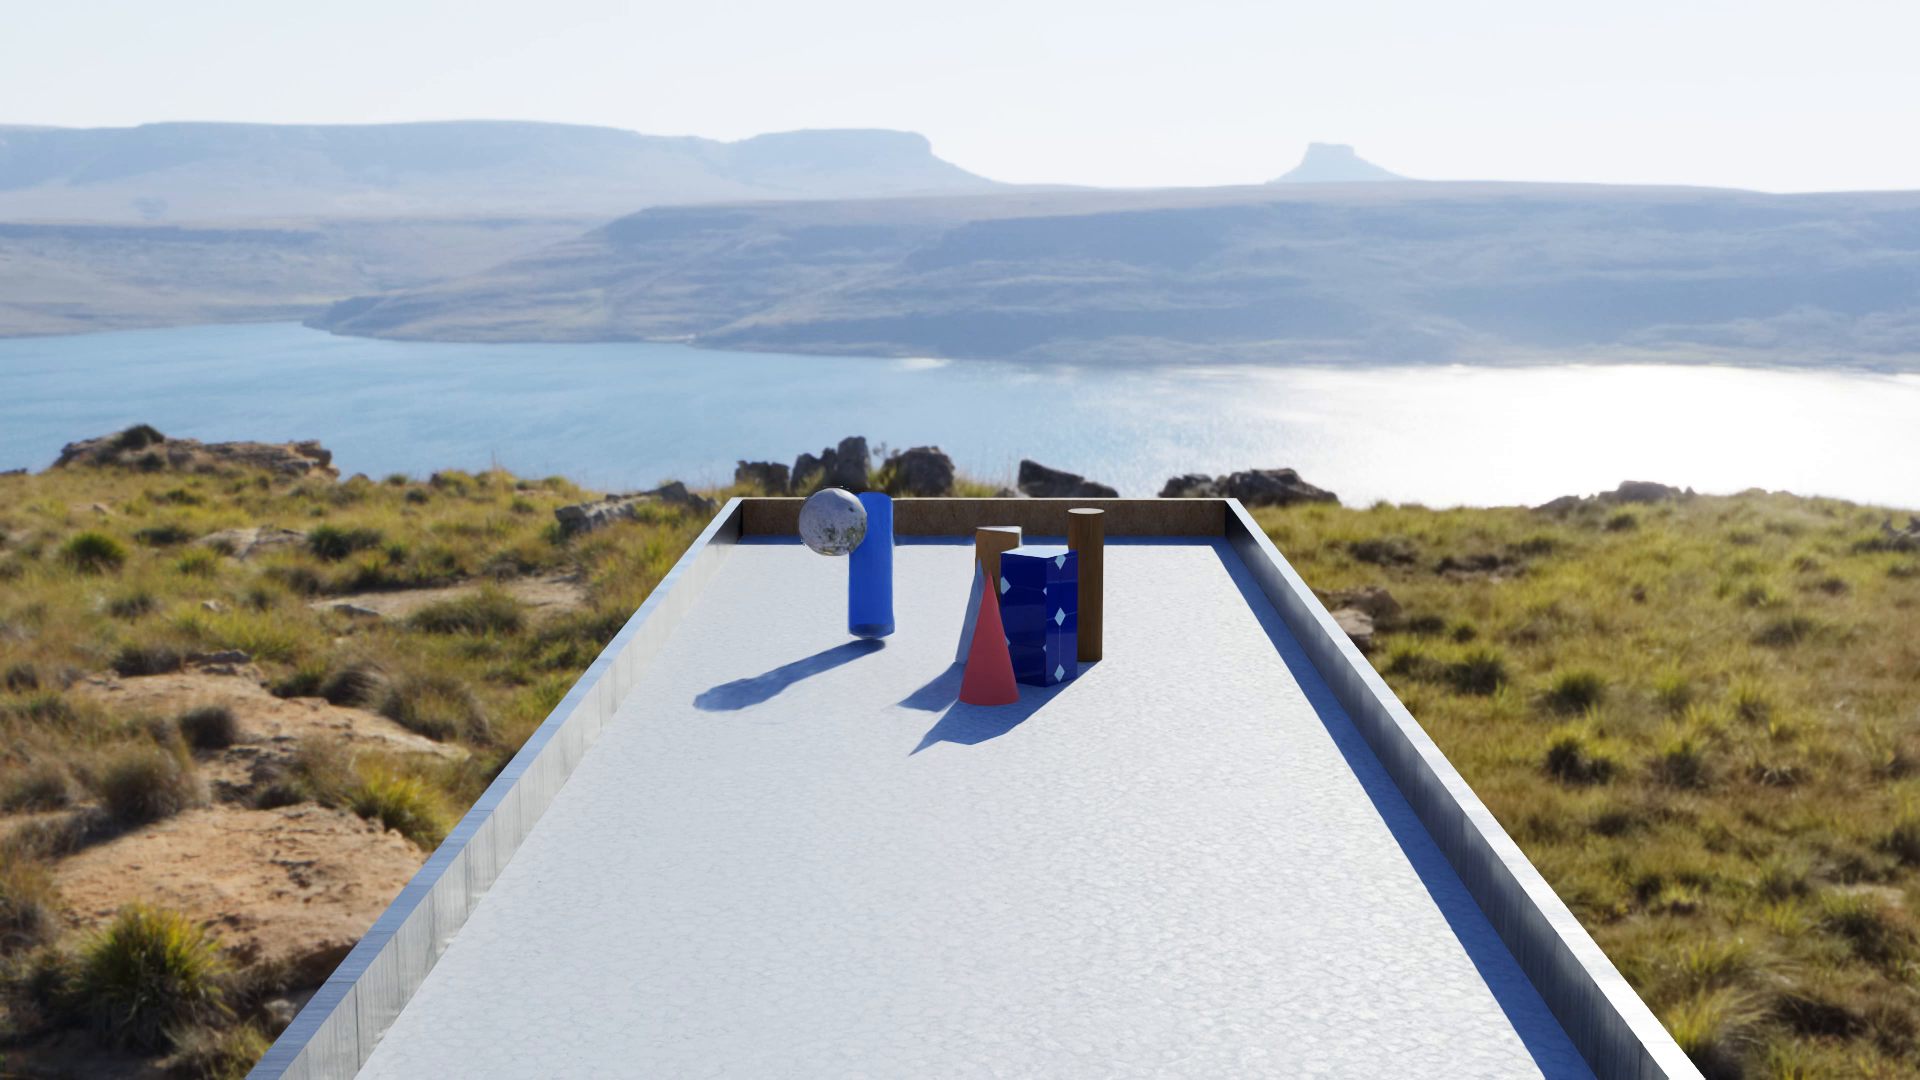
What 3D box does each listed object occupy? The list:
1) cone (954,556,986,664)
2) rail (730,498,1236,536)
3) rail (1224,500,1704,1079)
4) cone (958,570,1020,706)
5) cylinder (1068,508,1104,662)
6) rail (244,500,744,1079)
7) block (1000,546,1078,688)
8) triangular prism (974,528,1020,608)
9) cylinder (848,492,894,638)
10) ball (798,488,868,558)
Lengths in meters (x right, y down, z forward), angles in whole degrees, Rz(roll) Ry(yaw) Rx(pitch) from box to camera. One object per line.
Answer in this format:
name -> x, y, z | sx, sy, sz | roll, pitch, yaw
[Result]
cone -> 0.057, 0.205, 6.657 | 0.146, 0.323, 0.146 | 0, 6, 0
rail -> 0.099, -0.098, 9.147 | 2.100, 0.150, 0.050 | 0, 9, 1
rail -> 1.046, 0.843, 3.208 | 0.050, 0.150, 12.000 | 0, 9, 1
cone -> 0.082, 0.262, 6.163 | 0.173, 0.373, 0.173 | 0, 9, 0
cylinder -> 0.382, 0.137, 6.687 | 0.108, 0.456, 0.108 | 0, 9, 0
rail -> -1.004, 0.839, 3.234 | 0.050, 0.150, 12.000 | 0, 9, 1
block -> 0.231, 0.220, 6.409 | 0.161, 0.379, 0.161 | 7, 11, 36
triangular prism -> 0.143, 0.157, 6.769 | 0.153, 0.385, 0.133 | 6, 7, 33
cylinder -> -0.286, 0.081, 7.040 | 0.145, 0.446, 0.145 | -1, -21, -1
ball -> -0.396, -0.054, 6.874 | 0.216, 0.216, 0.216 | 0, 9, 0
